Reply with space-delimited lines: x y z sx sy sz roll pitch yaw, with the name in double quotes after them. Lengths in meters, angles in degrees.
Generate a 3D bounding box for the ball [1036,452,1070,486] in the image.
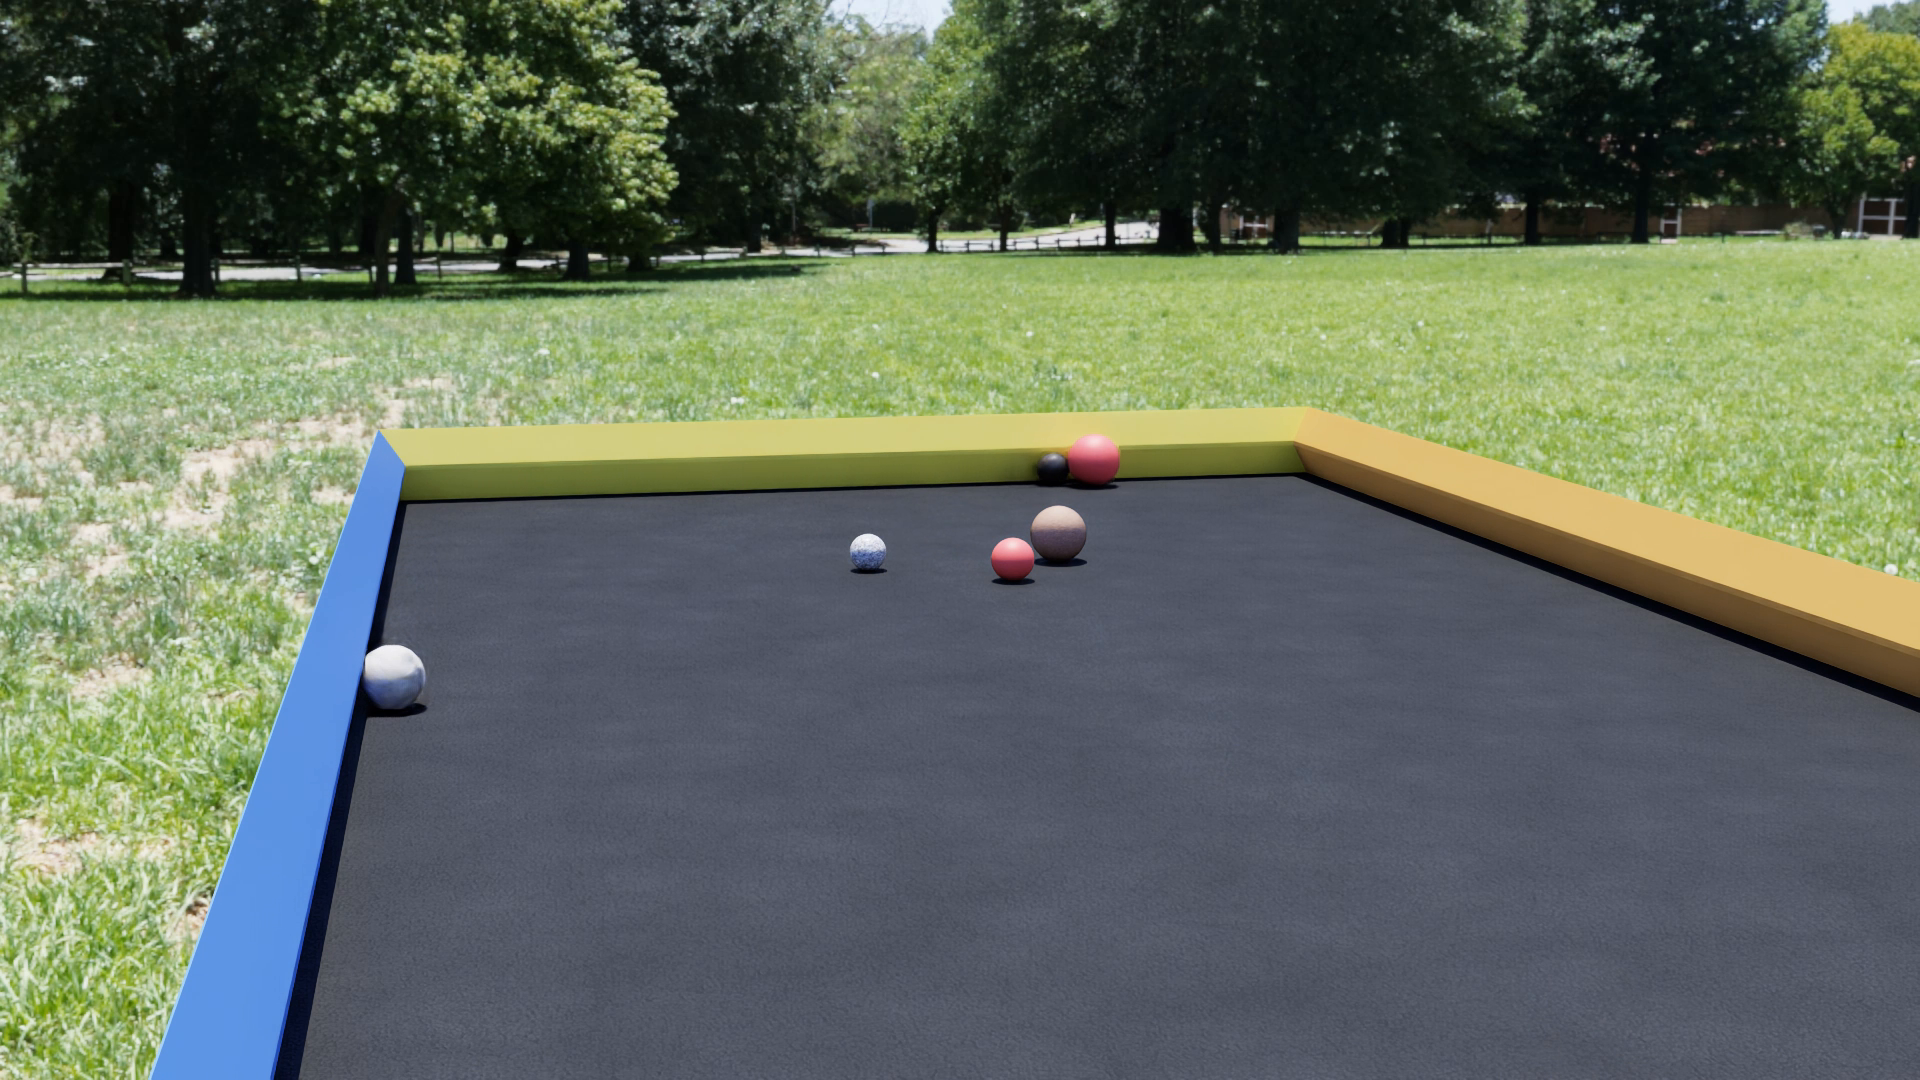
0.170 -0.130 4.022 0.059 0.059 0.059 0 10 0 "ball"

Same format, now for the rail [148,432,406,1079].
-0.639 0.136 2.260 0.045 0.124 3.258 -2 10 -12 "rail"

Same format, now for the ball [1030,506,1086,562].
0.145 -0.009 3.240 0.083 0.083 0.083 0 10 0 "ball"

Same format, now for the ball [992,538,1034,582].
0.074 0.027 3.092 0.061 0.061 0.061 0 10 0 "ball"

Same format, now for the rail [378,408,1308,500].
-0.169 -0.157 3.981 1.712 0.124 0.045 -2 10 -12 "rail"

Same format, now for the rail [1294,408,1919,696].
0.987 0.076 2.611 0.045 0.124 3.258 -2 10 -12 "rail"

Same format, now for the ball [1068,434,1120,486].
0.244 -0.145 4.004 0.095 0.095 0.095 0 10 0 "ball"

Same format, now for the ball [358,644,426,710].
-0.610 0.147 2.359 0.071 0.071 0.071 0 10 0 "ball"

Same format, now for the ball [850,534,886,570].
-0.133 0.018 3.172 0.054 0.054 0.054 0 10 0 "ball"
